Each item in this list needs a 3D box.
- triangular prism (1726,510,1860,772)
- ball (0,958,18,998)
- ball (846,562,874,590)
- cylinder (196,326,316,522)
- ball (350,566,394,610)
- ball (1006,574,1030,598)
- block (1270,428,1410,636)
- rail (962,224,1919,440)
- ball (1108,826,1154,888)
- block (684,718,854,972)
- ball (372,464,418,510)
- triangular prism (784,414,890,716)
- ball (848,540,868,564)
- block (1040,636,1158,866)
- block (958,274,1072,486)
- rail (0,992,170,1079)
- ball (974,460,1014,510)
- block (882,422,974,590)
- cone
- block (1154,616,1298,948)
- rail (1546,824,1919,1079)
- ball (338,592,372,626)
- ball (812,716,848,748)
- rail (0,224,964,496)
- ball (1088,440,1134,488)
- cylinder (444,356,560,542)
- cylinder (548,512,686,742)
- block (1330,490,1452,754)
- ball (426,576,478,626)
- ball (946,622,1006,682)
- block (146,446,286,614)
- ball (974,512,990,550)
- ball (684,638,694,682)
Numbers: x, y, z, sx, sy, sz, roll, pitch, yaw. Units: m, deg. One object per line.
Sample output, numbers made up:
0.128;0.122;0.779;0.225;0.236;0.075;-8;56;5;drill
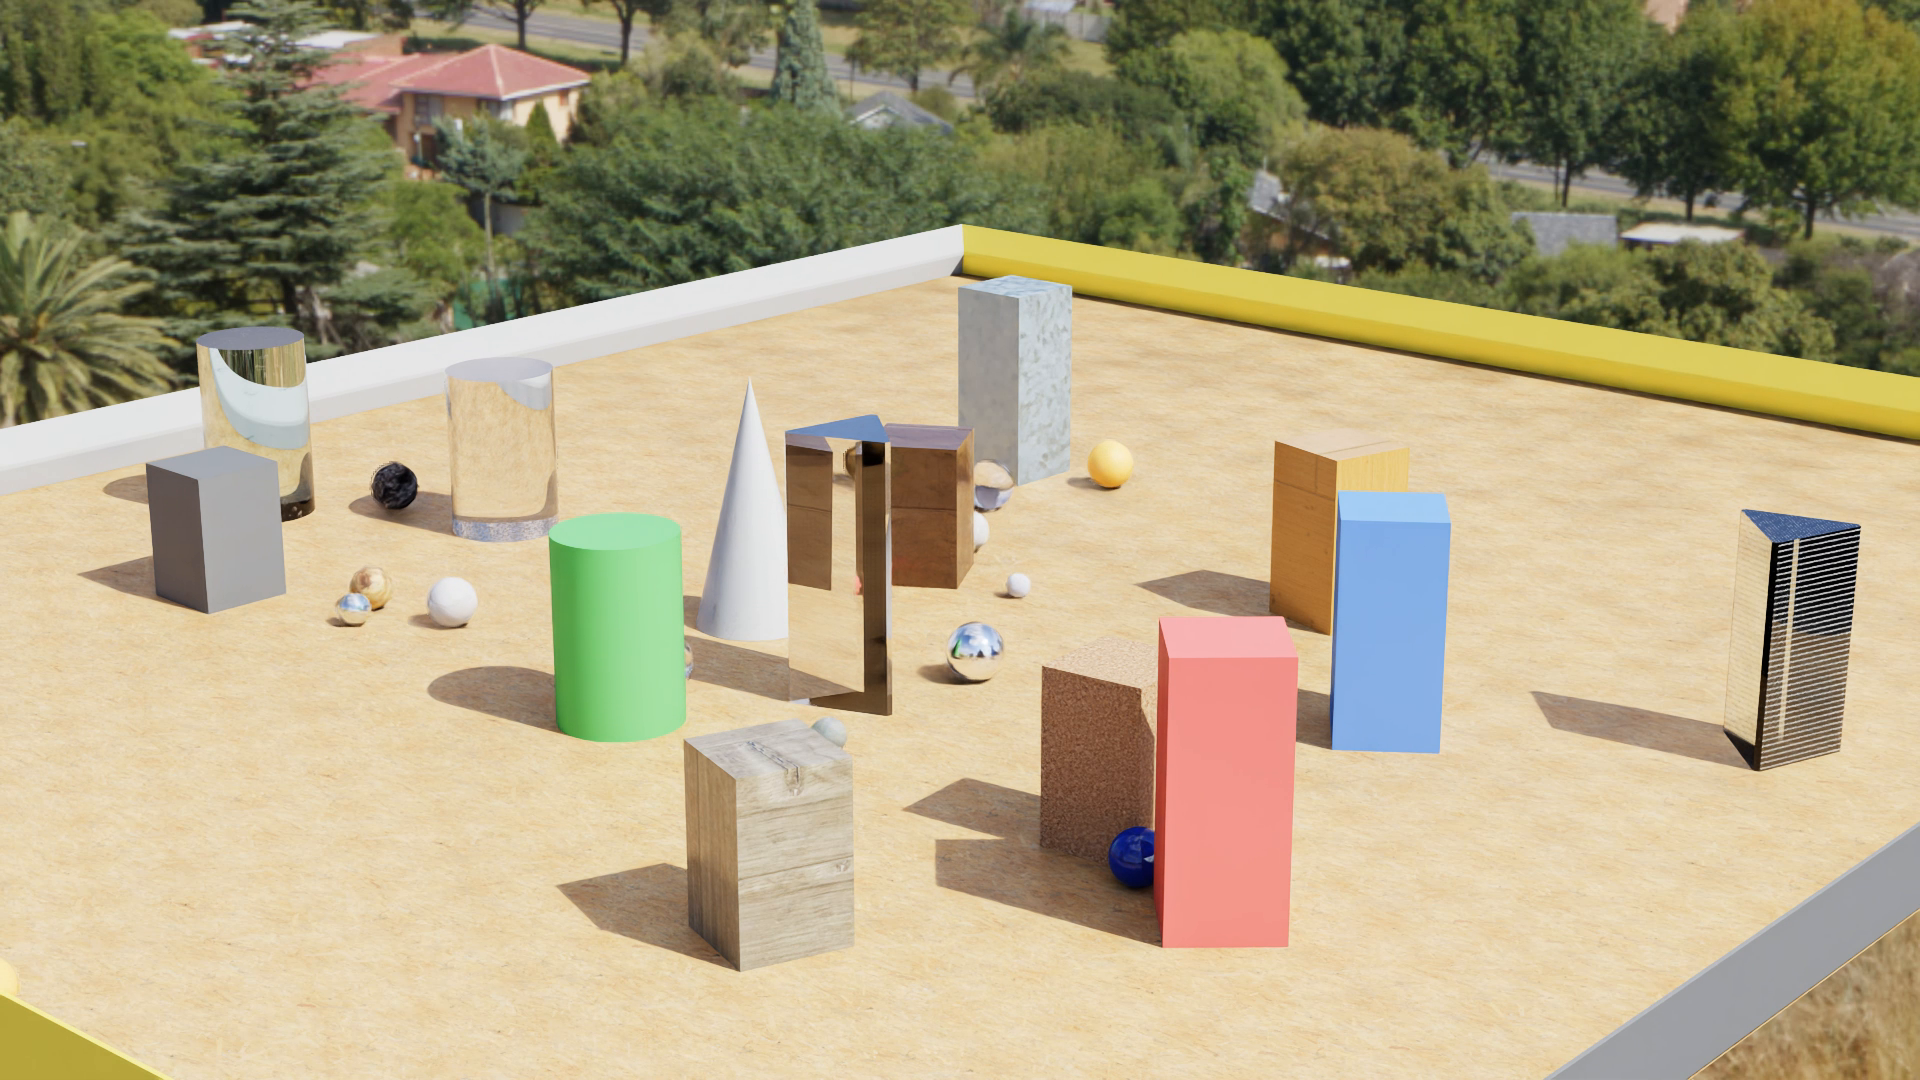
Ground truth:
1.210;0.141;4.376;0.173;0.353;0.150;-10;19;-29;triangular prism
-1.174;0.539;3.517;0.086;0.086;0.086;0;17;0;ball
-0.175;0.062;5.165;0.049;0.049;0.049;0;17;0;ball
-1.343;-0.220;5.598;0.200;0.339;0.200;0;17;0;cylinder
-1.015;0.083;5.053;0.075;0.075;0.075;0;17;0;ball
0.102;0.079;5.120;0.043;0.043;0.043;0;17;0;ball
0.643;-0.016;4.983;0.160;0.304;0.160;-11;20;-32;block
1.376;-0.425;6.638;3.672;0.130;0.045;14;22;39;rail
0.239;0.423;3.909;0.082;0.082;0.082;0;17;0;ball
-0.243;0.385;3.730;0.160;0.258;0.160;-9;19;-27;block
-1.087;-0.103;5.645;0.088;0.088;0.088;0;17;0;ball
-0.161;0.034;4.585;0.173;0.438;0.150;6;18;20;triangular prism
-0.173;0.026;5.277;0.054;0.054;0.054;0;17;0;ball
0.222;0.292;4.029;0.160;0.265;0.160;12;20;34;block
0.109;-0.320;5.862;0.160;0.380;0.160;15;22;40;block
-1.376;0.490;3.602;3.672;0.130;0.045;14;22;39;rail
0.057;-0.106;5.645;0.094;0.094;0.094;0;17;0;ball
-0.069;-0.062;5.219;0.160;0.255;0.160;3;17;11;block
-0.349;-0.066;4.928;0.200;0.430;0.200;0;17;0;cone
0.337;0.309;3.753;0.160;0.391;0.160;0;17;-1;block
1.369;0.375;3.982;0.045;0.130;4.247;14;22;39;rail
-1.027;0.117;4.972;0.056;0.056;0.056;0;17;0;ball
-0.197;0.293;4.386;0.057;0.057;0.057;0;17;0;ball
-1.369;-0.310;6.257;0.045;0.130;4.247;14;22;39;rail
0.297;-0.150;5.795;0.092;0.092;0.092;0;17;0;ball
-0.856;-0.171;5.493;0.200;0.306;0.200;0;17;0;cylinder
-0.523;0.132;4.489;0.200;0.305;0.200;0;17;0;cylinder
0.647;0.123;4.424;0.160;0.360;0.160;2;17;5;block
-0.859;0.104;4.963;0.085;0.085;0.085;0;17;0;ball
0.025;0.179;4.696;0.096;0.096;0.096;0;17;0;ball
-1.295;-0.020;5.105;0.160;0.240;0.160;15;22;40;block
0.017;-0.017;5.380;0.076;0.076;0.076;0;17;0;ball
-0.472;0.191;4.654;0.098;0.098;0.098;0;17;0;ball
